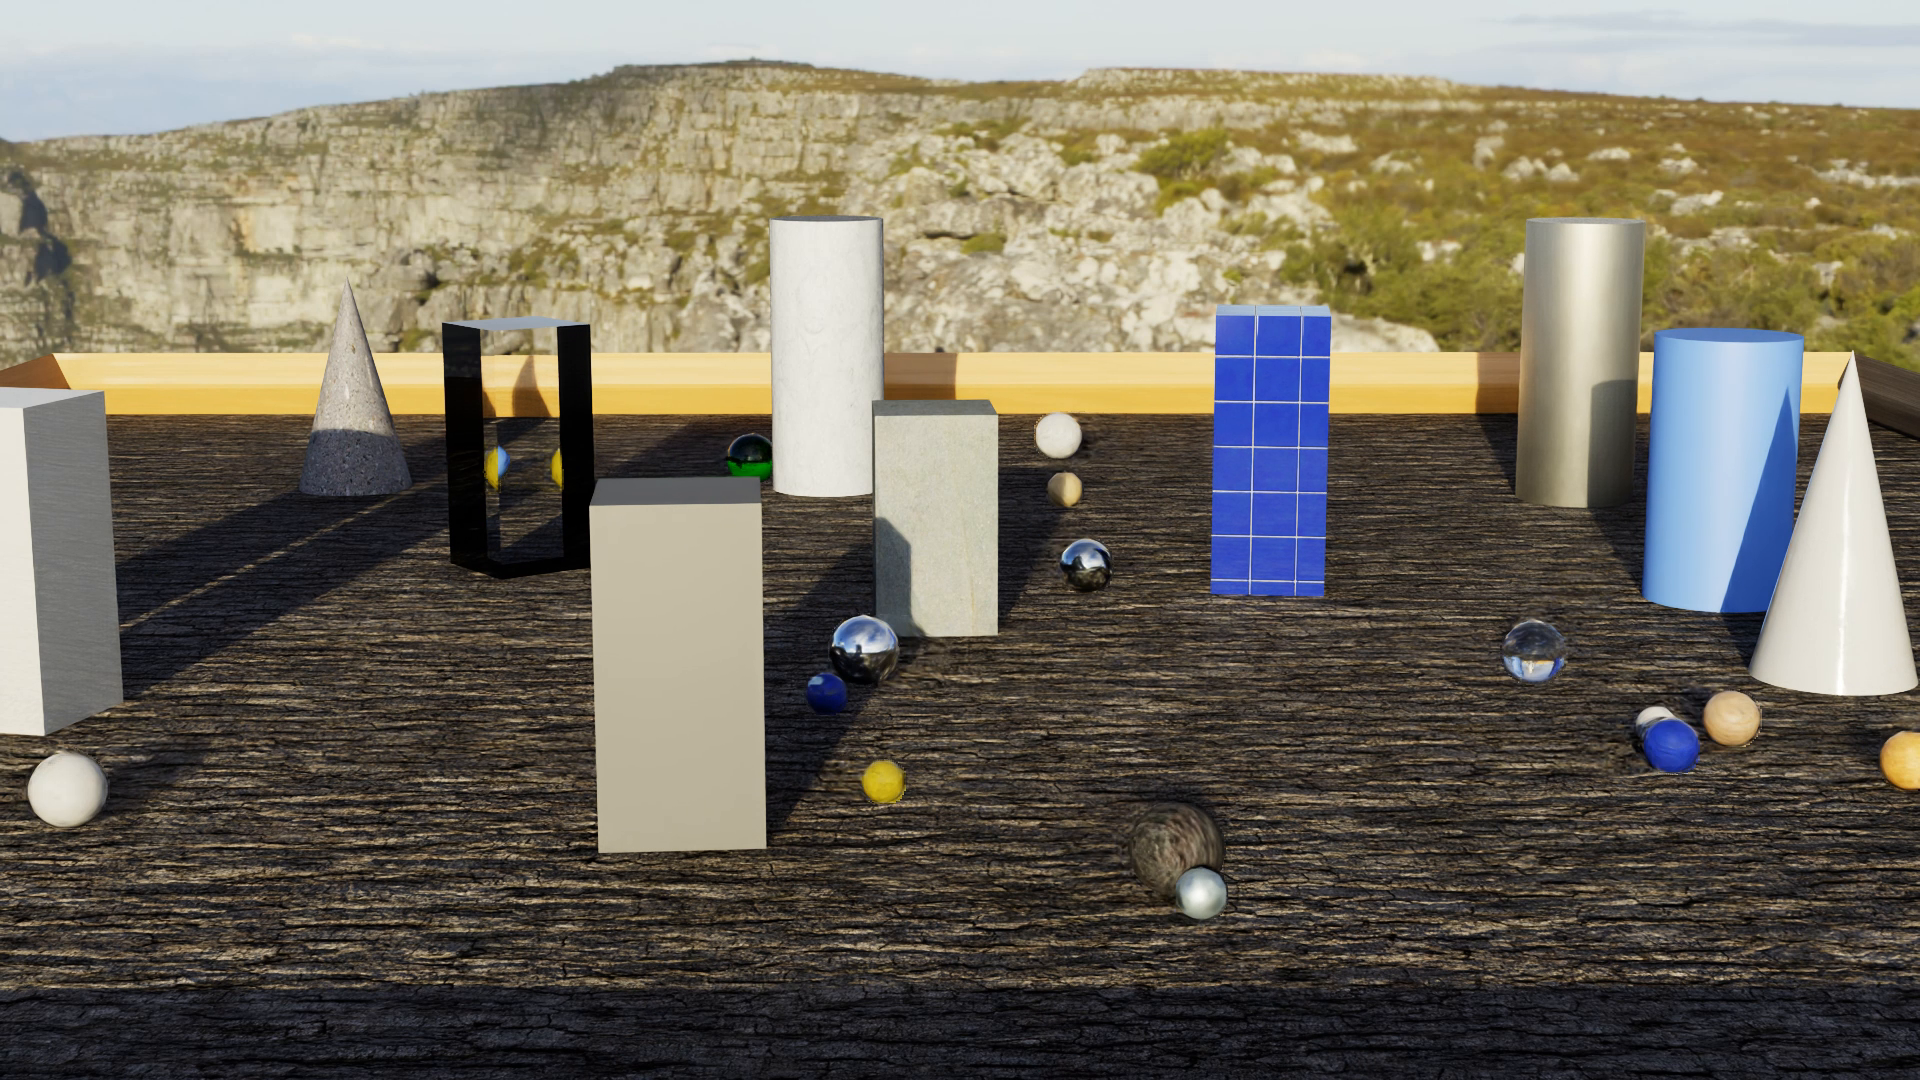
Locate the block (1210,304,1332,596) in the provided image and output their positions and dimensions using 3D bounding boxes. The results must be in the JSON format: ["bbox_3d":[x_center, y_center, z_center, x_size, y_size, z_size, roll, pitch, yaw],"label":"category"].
[{"bbox_3d":[0.436,-0.128,3.606,0.156,0.389,0.156,1,11,6],"label":"block"}]

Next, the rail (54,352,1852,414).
[{"bbox_3d":[-0.011,-0.326,5.385,3.789,0.127,0.045,0,11,0],"label":"rail"}]

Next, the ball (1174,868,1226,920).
[{"bbox_3d":[0.207,0.305,2.212,0.045,0.045,0.045,0,11,0],"label":"ball"}]

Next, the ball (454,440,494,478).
[{"bbox_3d":[-0.867,-0.146,4.580,0.068,0.068,0.068,0,11,0],"label":"ball"}]

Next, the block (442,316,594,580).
[{"bbox_3d":[-0.643,-0.139,3.748,0.156,0.357,0.156,-8,13,-38],"label":"block"}]

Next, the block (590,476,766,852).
[{"bbox_3d":[-0.267,0.115,2.453,0.156,0.329,0.156,-1,11,-5],"label":"block"}]

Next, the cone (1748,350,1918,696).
[{"bbox_3d":[1.052,-0.030,3.059,0.195,0.395,0.195,0,11,0],"label":"cone"}]

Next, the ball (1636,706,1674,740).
[{"bbox_3d":[0.753,0.201,2.775,0.044,0.044,0.044,0,11,0],"label":"ball"}]

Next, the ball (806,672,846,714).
[{"bbox_3d":[-0.152,0.174,2.913,0.047,0.047,0.047,0,11,0],"label":"ball"}]

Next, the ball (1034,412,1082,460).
[{"bbox_3d":[0.183,-0.194,4.784,0.087,0.087,0.087,0,11,0],"label":"ball"}]

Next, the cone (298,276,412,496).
[{"bbox_3d":[-1.055,-0.275,4.446,0.195,0.370,0.195,0,11,0],"label":"cone"}]

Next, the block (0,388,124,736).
[{"bbox_3d":[-1.062,0.020,2.879,0.156,0.363,0.156,3,11,14],"label":"block"}]

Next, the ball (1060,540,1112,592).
[{"bbox_3d":[0.176,0.036,3.583,0.074,0.074,0.074,0,11,0],"label":"ball"}]

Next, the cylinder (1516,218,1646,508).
[{"bbox_3d":[1.044,-0.303,4.325,0.195,0.469,0.195,0,11,0],"label":"cylinder"}]

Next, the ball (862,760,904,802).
[{"bbox_3d":[-0.077,0.241,2.563,0.043,0.043,0.043,0,11,0],"label":"ball"}]

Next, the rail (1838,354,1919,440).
[{"bbox_3d":[1.871,0.031,3.460,0.045,0.127,3.986,0,11,0],"label":"rail"}]

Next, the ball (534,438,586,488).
[{"bbox_3d":[-0.694,-0.133,4.452,0.089,0.089,0.089,0,11,0],"label":"ball"}]

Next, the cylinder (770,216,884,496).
[{"bbox_3d":[-0.229,-0.321,4.430,0.195,0.466,0.195,0,11,0],"label":"cylinder"}]

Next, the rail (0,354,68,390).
[{"bbox_3d":[-1.871,0.035,3.438,0.045,0.127,3.986,0,11,0],"label":"rail"}]

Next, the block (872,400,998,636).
[{"bbox_3d":[-0.034,-0.031,3.360,0.156,0.287,0.156,-1,11,-3],"label":"block"}]

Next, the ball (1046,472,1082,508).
[{"bbox_3d":[0.174,-0.084,4.267,0.060,0.060,0.060,0,11,0],"label":"ball"}]

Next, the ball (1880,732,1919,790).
[{"bbox_3d":[0.966,0.224,2.607,0.059,0.059,0.059,0,11,0],"label":"ball"}]

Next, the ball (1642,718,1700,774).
[{"bbox_3d":[0.740,0.214,2.669,0.057,0.057,0.057,0,11,0],"label":"ball"}]

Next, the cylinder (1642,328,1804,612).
[{"bbox_3d":[1.044,-0.099,3.515,0.195,0.364,0.195,0,11,0],"label":"cylinder"}]

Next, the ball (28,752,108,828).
[{"bbox_3d":[-0.861,0.241,2.478,0.073,0.073,0.073,0,11,0],"label":"ball"}]

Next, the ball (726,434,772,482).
[{"bbox_3d":[-0.365,-0.143,4.504,0.089,0.089,0.089,0,11,0],"label":"ball"}]

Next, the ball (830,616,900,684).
[{"bbox_3d":[-0.114,0.131,3.048,0.083,0.083,0.083,0,11,0],"label":"ball"}]

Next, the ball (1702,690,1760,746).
[{"bbox_3d":[0.834,0.193,2.774,0.060,0.060,0.060,0,11,0],"label":"ball"}]

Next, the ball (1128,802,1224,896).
[{"bbox_3d":[0.191,0.274,2.273,0.084,0.084,0.084,0,11,0],"label":"ball"}]

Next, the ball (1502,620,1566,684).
[{"bbox_3d":[0.684,0.133,3.056,0.075,0.075,0.075,0,11,0],"label":"ball"}]
